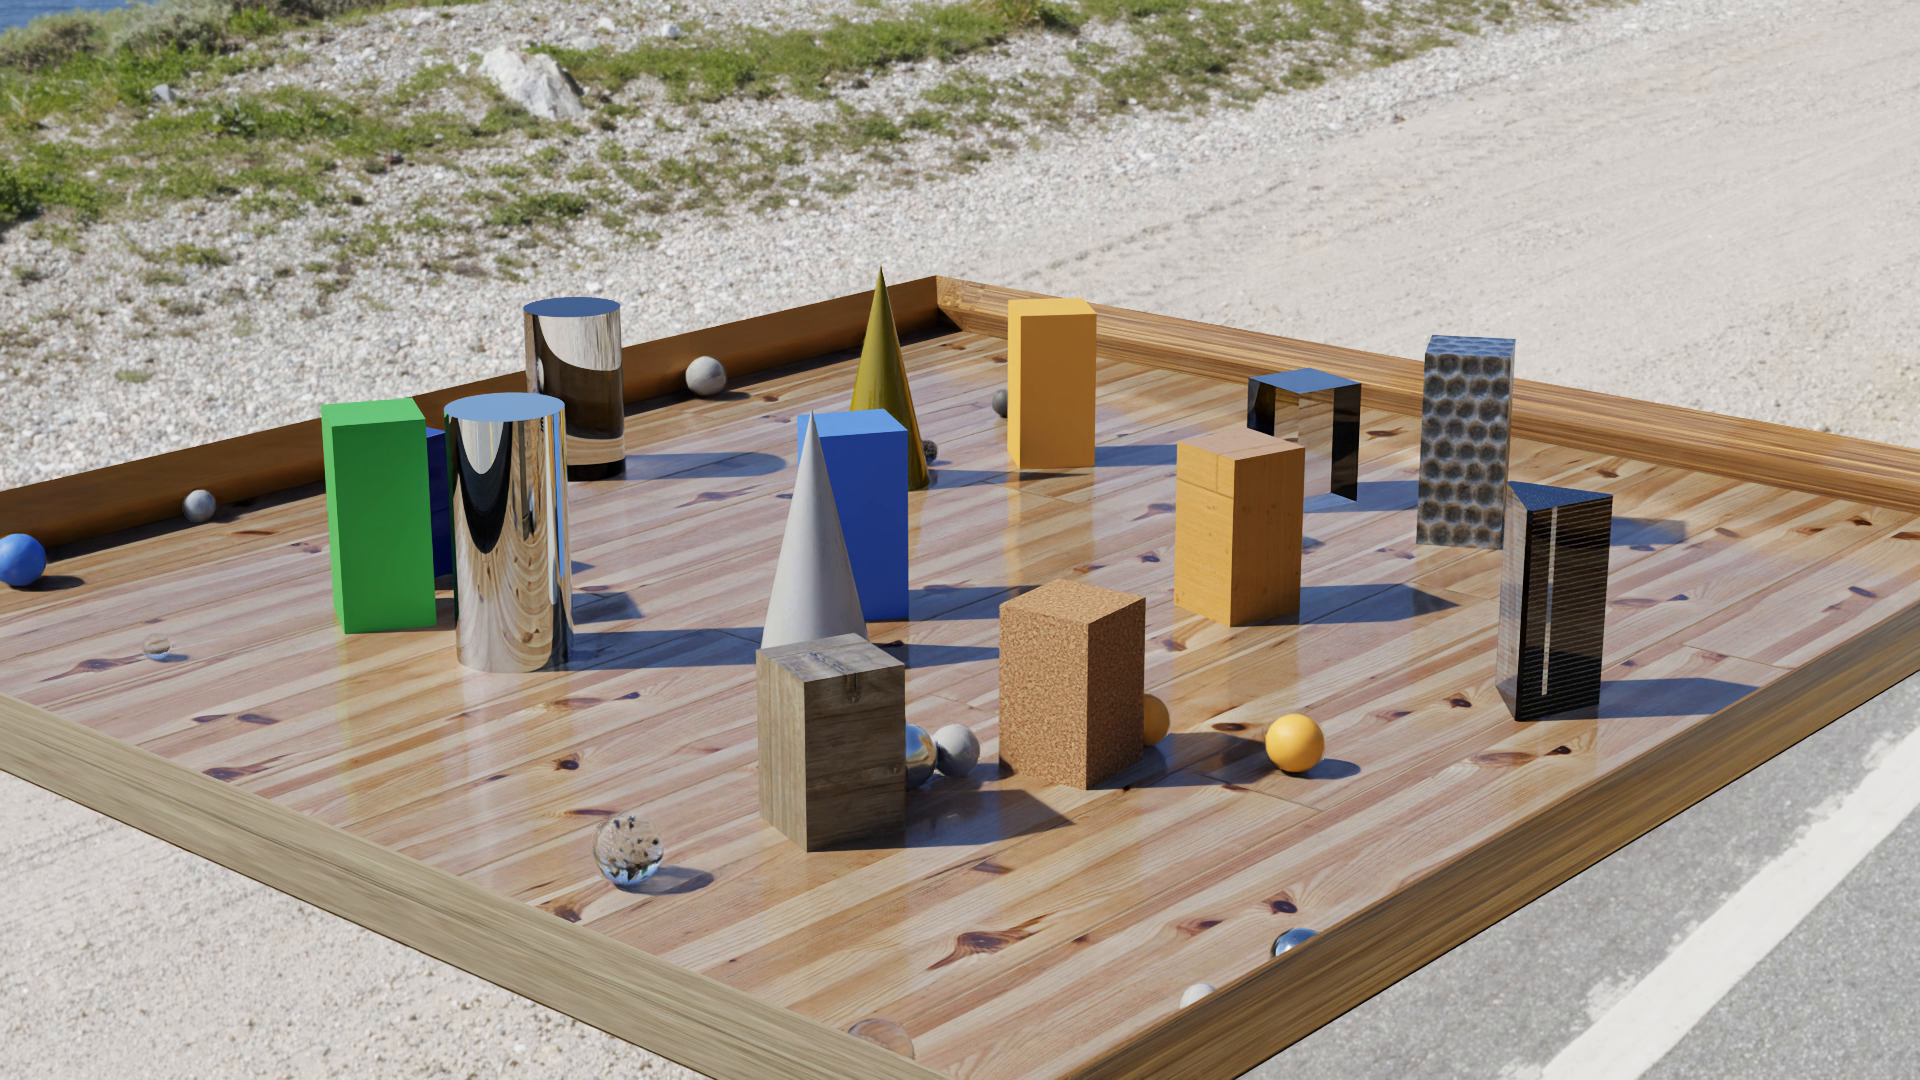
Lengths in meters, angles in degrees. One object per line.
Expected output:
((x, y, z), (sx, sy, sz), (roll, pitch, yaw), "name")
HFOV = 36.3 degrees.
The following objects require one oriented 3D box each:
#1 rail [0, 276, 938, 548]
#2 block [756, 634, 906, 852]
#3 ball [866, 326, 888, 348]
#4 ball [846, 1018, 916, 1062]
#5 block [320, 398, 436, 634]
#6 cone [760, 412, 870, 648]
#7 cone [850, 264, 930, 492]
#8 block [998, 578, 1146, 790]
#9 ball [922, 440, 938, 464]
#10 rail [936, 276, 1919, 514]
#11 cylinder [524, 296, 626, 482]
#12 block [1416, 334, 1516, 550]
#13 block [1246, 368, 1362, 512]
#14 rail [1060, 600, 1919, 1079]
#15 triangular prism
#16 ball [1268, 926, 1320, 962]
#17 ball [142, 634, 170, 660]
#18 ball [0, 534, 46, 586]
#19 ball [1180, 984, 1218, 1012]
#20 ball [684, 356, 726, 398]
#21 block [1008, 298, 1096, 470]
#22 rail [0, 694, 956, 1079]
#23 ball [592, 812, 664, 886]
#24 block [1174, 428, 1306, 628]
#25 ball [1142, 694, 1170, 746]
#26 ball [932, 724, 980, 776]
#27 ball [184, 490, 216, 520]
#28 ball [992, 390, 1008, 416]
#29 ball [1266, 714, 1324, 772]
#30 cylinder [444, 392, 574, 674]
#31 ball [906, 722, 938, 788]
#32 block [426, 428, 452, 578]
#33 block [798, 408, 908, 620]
((-1.072, -0.238, 6.011), (0.045, 0.125, 3.147), (14, 22, 39), "rail")
((-0.180, 0.280, 4.087), (0.154, 0.248, 0.154), (-9, 19, -27), "block")
((-0.198, -0.480, 6.945), (0.050, 0.050, 0.050), (0, 17, 0), "ball")
((-0.096, 0.590, 3.332), (0.091, 0.091, 0.091), (0, 17, 0), "ball")
((-0.983, -0.042, 4.960), (0.154, 0.360, 0.154), (-5, 18, -18), "block")
((-0.236, -0.008, 4.734), (0.192, 0.424, 0.192), (0, 17, 0), "cone")
((-0.154, -0.328, 5.770), (0.192, 0.439, 0.192), (0, 17, 0), "cone")
((0.165, 0.210, 4.308), (0.154, 0.254, 0.154), (12, 20, 34), "block")
((-0.069, -0.179, 5.950), (0.049, 0.049, 0.049), (0, 17, 0), "ball")
((1.016, -0.307, 6.241), (2.887, 0.125, 0.045), (14, 22, 39), "rail")
((-0.771, -0.303, 5.869), (0.192, 0.334, 0.192), (0, 17, 0), "cylinder")
((0.935, -0.182, 5.419), (0.154, 0.362, 0.154), (4, 17, 13), "block")
((0.663, -0.194, 5.677), (0.154, 0.236, 0.154), (-11, 20, -32), "block")
((1.072, 0.300, 4.229), (0.045, 0.125, 3.147), (14, 22, 39), "rail")
((0.894, 0.088, 4.567), (0.166, 0.339, 0.144), (-10, 19, -29), "triangular prism")
((0.419, 0.515, 3.599), (0.080, 0.080, 0.080), (0, 17, 0), "ball")
((-1.313, 0.174, 4.791), (0.043, 0.043, 0.043), (0, 17, 0), "ball")
((-1.659, 0.035, 5.168), (0.093, 0.093, 0.093), (0, 17, 0), "ball")
((0.290, 0.557, 3.509), (0.052, 0.052, 0.052), (0, 17, 0), "ball")
((-0.563, -0.361, 6.483), (0.090, 0.090, 0.090), (0, 17, 0), "ball")
((0.185, -0.319, 5.952), (0.154, 0.316, 0.154), (-2, 17, -8), "block")
((-1.016, 0.369, 4.000), (2.887, 0.125, 0.045), (14, 22, 39), "rail")
((-0.443, 0.412, 3.911), (0.096, 0.096, 0.096), (0, 17, 0), "ball")
((0.477, -0.023, 5.014), (0.154, 0.292, 0.154), (-11, 20, -32), "block")
((0.276, 0.270, 4.411), (0.079, 0.079, 0.079), (0, 17, 0), "ball")
((-0.008, 0.308, 4.293), (0.076, 0.076, 0.076), (0, 17, 0), "ball")
((-1.440, -0.066, 5.558), (0.060, 0.060, 0.060), (0, 17, 0), "ball")
((0.098, -0.295, 6.320), (0.058, 0.058, 0.058), (0, 17, 0), "ball")
((0.492, 0.298, 4.306), (0.086, 0.086, 0.086), (0, 17, 0), "ball")
((-0.730, -0.013, 4.761), (0.192, 0.419, 0.192), (0, 17, 0), "cylinder")
((-0.080, 0.312, 4.243), (0.096, 0.096, 0.096), (0, 17, 0), "ball")
((-1.012, -0.063, 5.206), (0.154, 0.258, 0.154), (12, 21, 35), "block")
((-0.183, -0.041, 5.011), (0.154, 0.329, 0.154), (-5, 17, -16), "block")
